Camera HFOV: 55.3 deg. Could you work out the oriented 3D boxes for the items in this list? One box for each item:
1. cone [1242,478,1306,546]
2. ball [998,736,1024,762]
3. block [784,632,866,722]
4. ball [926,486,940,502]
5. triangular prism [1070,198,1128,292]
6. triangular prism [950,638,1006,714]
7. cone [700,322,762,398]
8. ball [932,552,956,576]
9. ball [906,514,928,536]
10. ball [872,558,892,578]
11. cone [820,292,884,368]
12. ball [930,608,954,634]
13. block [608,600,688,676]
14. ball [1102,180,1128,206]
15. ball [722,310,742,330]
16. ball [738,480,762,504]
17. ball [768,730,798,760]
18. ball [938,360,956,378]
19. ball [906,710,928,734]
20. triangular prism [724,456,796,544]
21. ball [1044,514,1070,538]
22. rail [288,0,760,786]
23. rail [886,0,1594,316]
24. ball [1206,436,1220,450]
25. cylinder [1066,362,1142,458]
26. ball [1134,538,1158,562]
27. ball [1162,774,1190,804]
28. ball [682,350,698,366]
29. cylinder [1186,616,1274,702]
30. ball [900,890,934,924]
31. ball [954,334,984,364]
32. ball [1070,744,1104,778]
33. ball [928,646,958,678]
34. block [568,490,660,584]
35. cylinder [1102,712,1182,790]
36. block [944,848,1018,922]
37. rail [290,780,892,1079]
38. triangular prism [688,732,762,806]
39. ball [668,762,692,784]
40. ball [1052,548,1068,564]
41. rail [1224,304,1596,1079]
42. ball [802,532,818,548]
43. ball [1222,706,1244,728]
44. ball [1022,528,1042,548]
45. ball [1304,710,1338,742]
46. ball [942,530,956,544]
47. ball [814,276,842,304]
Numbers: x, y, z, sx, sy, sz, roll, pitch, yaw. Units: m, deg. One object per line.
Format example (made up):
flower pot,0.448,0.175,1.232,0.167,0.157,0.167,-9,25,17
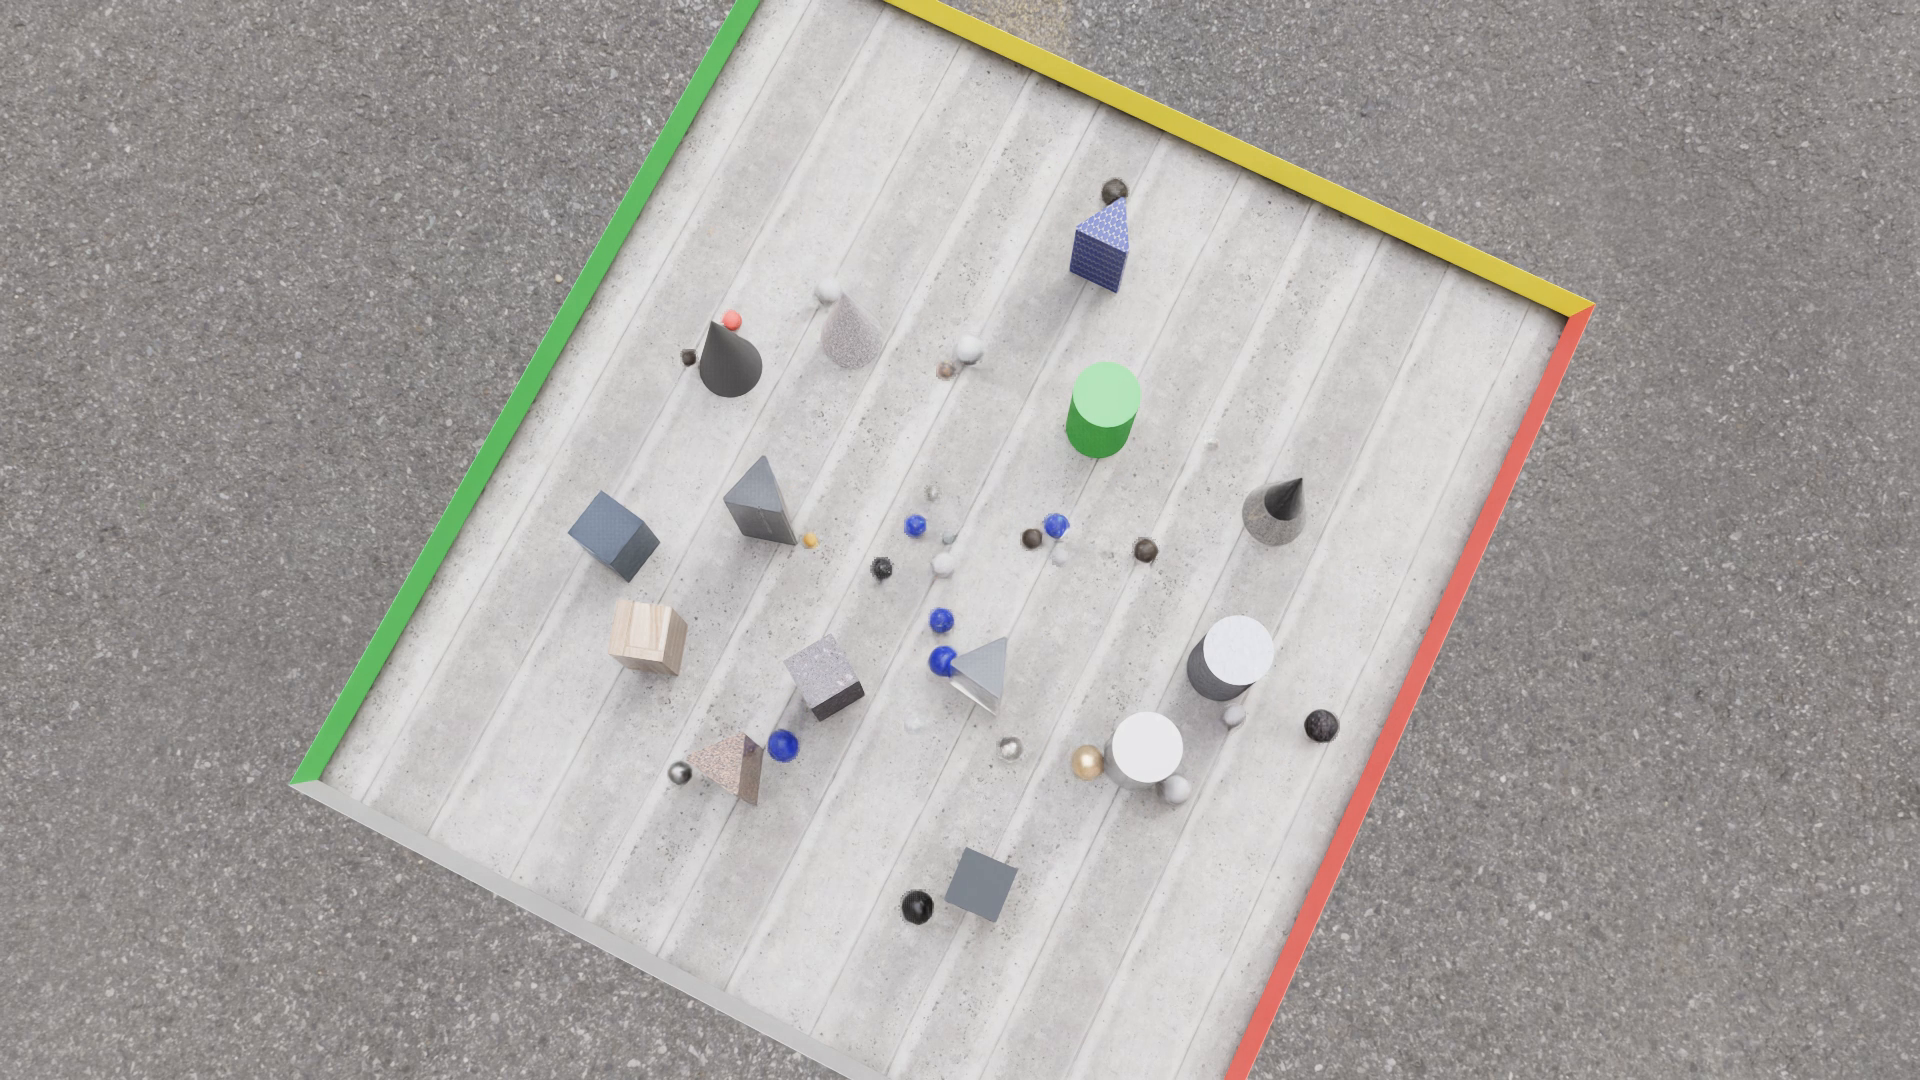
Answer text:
cone,0.966,-0.128,5.398,0.199,0.479,0.199,0,78,0
ball,0.150,0.622,5.448,0.078,0.078,0.078,0,78,0
block,-0.393,0.405,5.355,0.159,0.348,0.159,-30,80,-6
ball,-0.082,-0.142,5.622,0.046,0.046,0.046,0,78,0
triangular prism,0.455,-0.918,5.624,0.172,0.359,0.149,26,80,5
triangular prism,0.086,0.374,5.314,0.172,0.442,0.149,35,80,7
cone,-0.717,-0.587,5.504,0.199,0.458,0.199,0,78,0
ball,-0.049,0.075,5.563,0.074,0.074,0.074,0,78,0
ball,-0.134,-0.045,5.592,0.067,0.067,0.067,0,78,0
ball,-0.235,0.088,5.568,0.060,0.060,0.060,0,78,0
cone,-0.339,-0.679,5.536,0.199,0.433,0.199,0,78,0
ball,-0.055,0.244,5.528,0.075,0.075,0.075,0,78,0
block,-0.915,0.291,5.393,0.159,0.319,0.159,8,78,2
ball,0.489,-1.098,5.801,0.085,0.085,0.085,0,78,0
ball,-0.711,-0.685,5.727,0.061,0.061,0.061,0,78,0
ball,-0.645,-0.146,5.609,0.074,0.074,0.074,0,78,0
ball,-0.527,0.609,5.443,0.092,0.092,0.092,0,78,0
ball,-0.043,-0.532,5.698,0.057,0.057,0.057,0,78,0
ball,-0.130,0.544,5.470,0.068,0.068,0.068,0,78,0
triangular prism,-0.569,-0.121,5.402,0.172,0.469,0.149,11,79,2
ball,0.296,-0.043,5.586,0.077,0.077,0.077,0,78,0
rail,-1.249,-0.605,5.675,0.045,0.129,3.066,26,80,5
rail,0.675,-1.315,5.822,2.841,0.129,0.045,26,80,5
ball,0.781,-0.298,5.657,0.041,0.041,0.041,0,78,0
cylinder,0.428,-0.387,5.510,0.199,0.366,0.199,0,78,0
ball,0.566,0.033,5.572,0.074,0.074,0.074,0,78,0
ball,0.640,0.738,5.420,0.085,0.085,0.085,0,78,0
ball,-0.843,-0.567,5.709,0.048,0.048,0.048,0,78,0
cylinder,0.784,0.349,5.346,0.199,0.389,0.199,0,78,0
ball,-0.124,1.072,5.345,0.097,0.097,0.097,0,78,0
ball,0.029,-0.595,5.692,0.093,0.093,0.093,0,78,0
ball,0.377,0.656,5.430,0.099,0.099,0.099,0,78,0
ball,-0.048,0.365,5.494,0.094,0.094,0.094,0,78,0
block,-1.028,-0.007,5.463,0.159,0.304,0.159,35,80,7
cylinder,0.527,0.616,5.312,0.199,0.346,0.199,0,78,0
block,0.058,0.991,5.257,0.159,0.302,0.159,23,79,5
rail,-0.675,1.329,5.275,2.841,0.129,0.045,26,80,5
triangular prism,-0.635,0.635,5.240,0.172,0.480,0.149,35,80,7
ball,-0.830,0.691,5.438,0.070,0.070,0.070,0,78,0
ball,0.307,0.050,5.582,0.048,0.048,0.048,0,78,0
rail,1.249,0.619,5.422,0.045,0.129,3.066,26,80,5
ball,-0.457,0.001,5.593,0.045,0.045,0.045,0,78,0
ball,0.816,0.526,5.475,0.064,0.064,0.064,0,78,0
ball,0.220,-0.005,5.585,0.064,0.064,0.064,0,78,0
ball,1.074,0.552,5.453,0.098,0.098,0.098,0,78,0
ball,-0.035,-0.006,5.596,0.044,0.044,0.044,0,78,0
ball,-0.413,-0.783,5.736,0.084,0.084,0.084,0,78,0
